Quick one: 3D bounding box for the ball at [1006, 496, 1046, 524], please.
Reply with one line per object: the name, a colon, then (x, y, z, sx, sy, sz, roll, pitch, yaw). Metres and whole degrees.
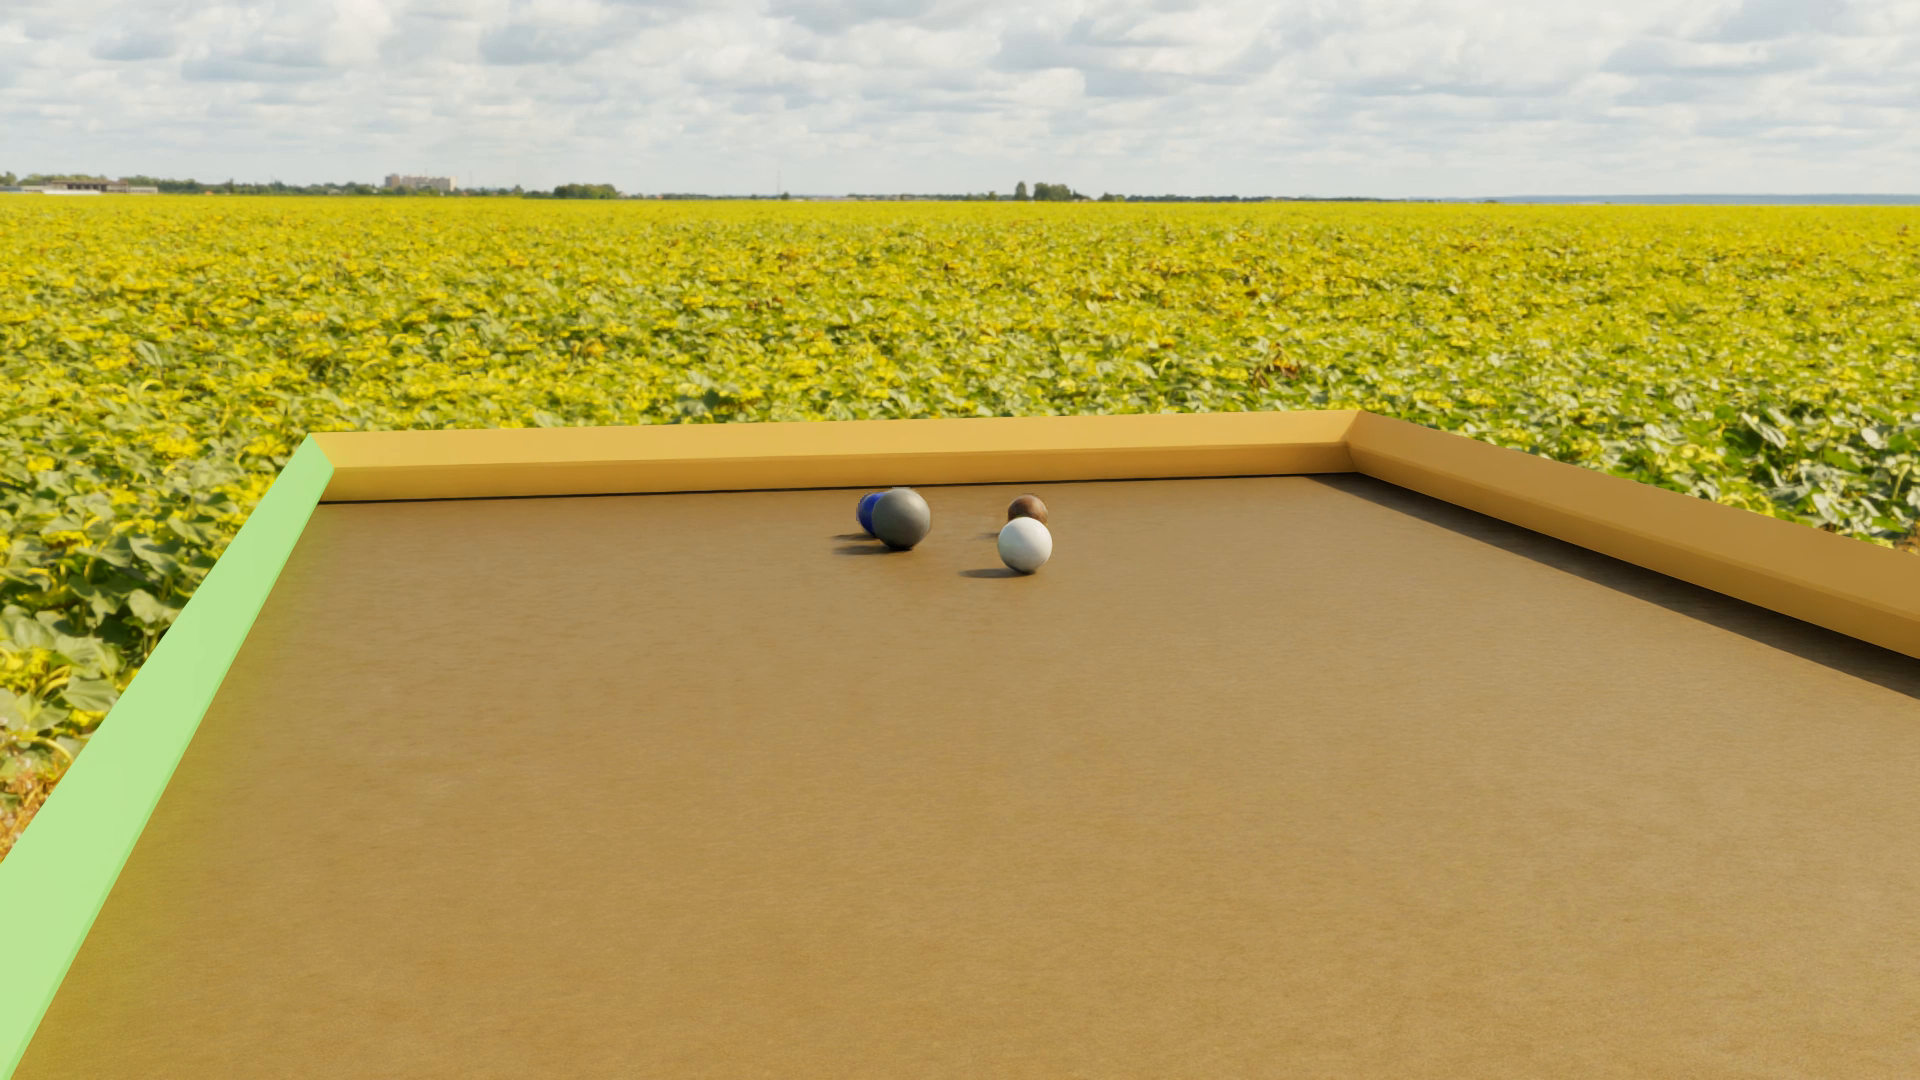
ball: (0.111, -0.041, 3.641, 0.066, 0.066, 0.066, 0, 9, 0)

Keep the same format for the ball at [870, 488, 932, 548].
ball: (-0.094, -0.034, 3.500, 0.096, 0.096, 0.096, 0, 9, 0)

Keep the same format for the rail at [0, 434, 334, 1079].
rail: (-0.781, 0.157, 2.231, 0.045, 0.125, 3.704, -2, 9, -12)

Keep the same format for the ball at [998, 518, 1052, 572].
ball: (0.097, 0.008, 3.289, 0.083, 0.083, 0.083, 0, 9, 0)

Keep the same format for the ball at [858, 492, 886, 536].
ball: (-0.131, -0.042, 3.624, 0.073, 0.073, 0.073, 0, 9, 0)

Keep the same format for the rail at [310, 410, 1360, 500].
rail: (-0.187, -0.163, 4.199, 2.035, 0.125, 0.045, -2, 9, -12)

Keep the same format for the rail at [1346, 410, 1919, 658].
rail: (1.164, 0.091, 2.637, 0.045, 0.125, 3.704, -2, 9, -12)
